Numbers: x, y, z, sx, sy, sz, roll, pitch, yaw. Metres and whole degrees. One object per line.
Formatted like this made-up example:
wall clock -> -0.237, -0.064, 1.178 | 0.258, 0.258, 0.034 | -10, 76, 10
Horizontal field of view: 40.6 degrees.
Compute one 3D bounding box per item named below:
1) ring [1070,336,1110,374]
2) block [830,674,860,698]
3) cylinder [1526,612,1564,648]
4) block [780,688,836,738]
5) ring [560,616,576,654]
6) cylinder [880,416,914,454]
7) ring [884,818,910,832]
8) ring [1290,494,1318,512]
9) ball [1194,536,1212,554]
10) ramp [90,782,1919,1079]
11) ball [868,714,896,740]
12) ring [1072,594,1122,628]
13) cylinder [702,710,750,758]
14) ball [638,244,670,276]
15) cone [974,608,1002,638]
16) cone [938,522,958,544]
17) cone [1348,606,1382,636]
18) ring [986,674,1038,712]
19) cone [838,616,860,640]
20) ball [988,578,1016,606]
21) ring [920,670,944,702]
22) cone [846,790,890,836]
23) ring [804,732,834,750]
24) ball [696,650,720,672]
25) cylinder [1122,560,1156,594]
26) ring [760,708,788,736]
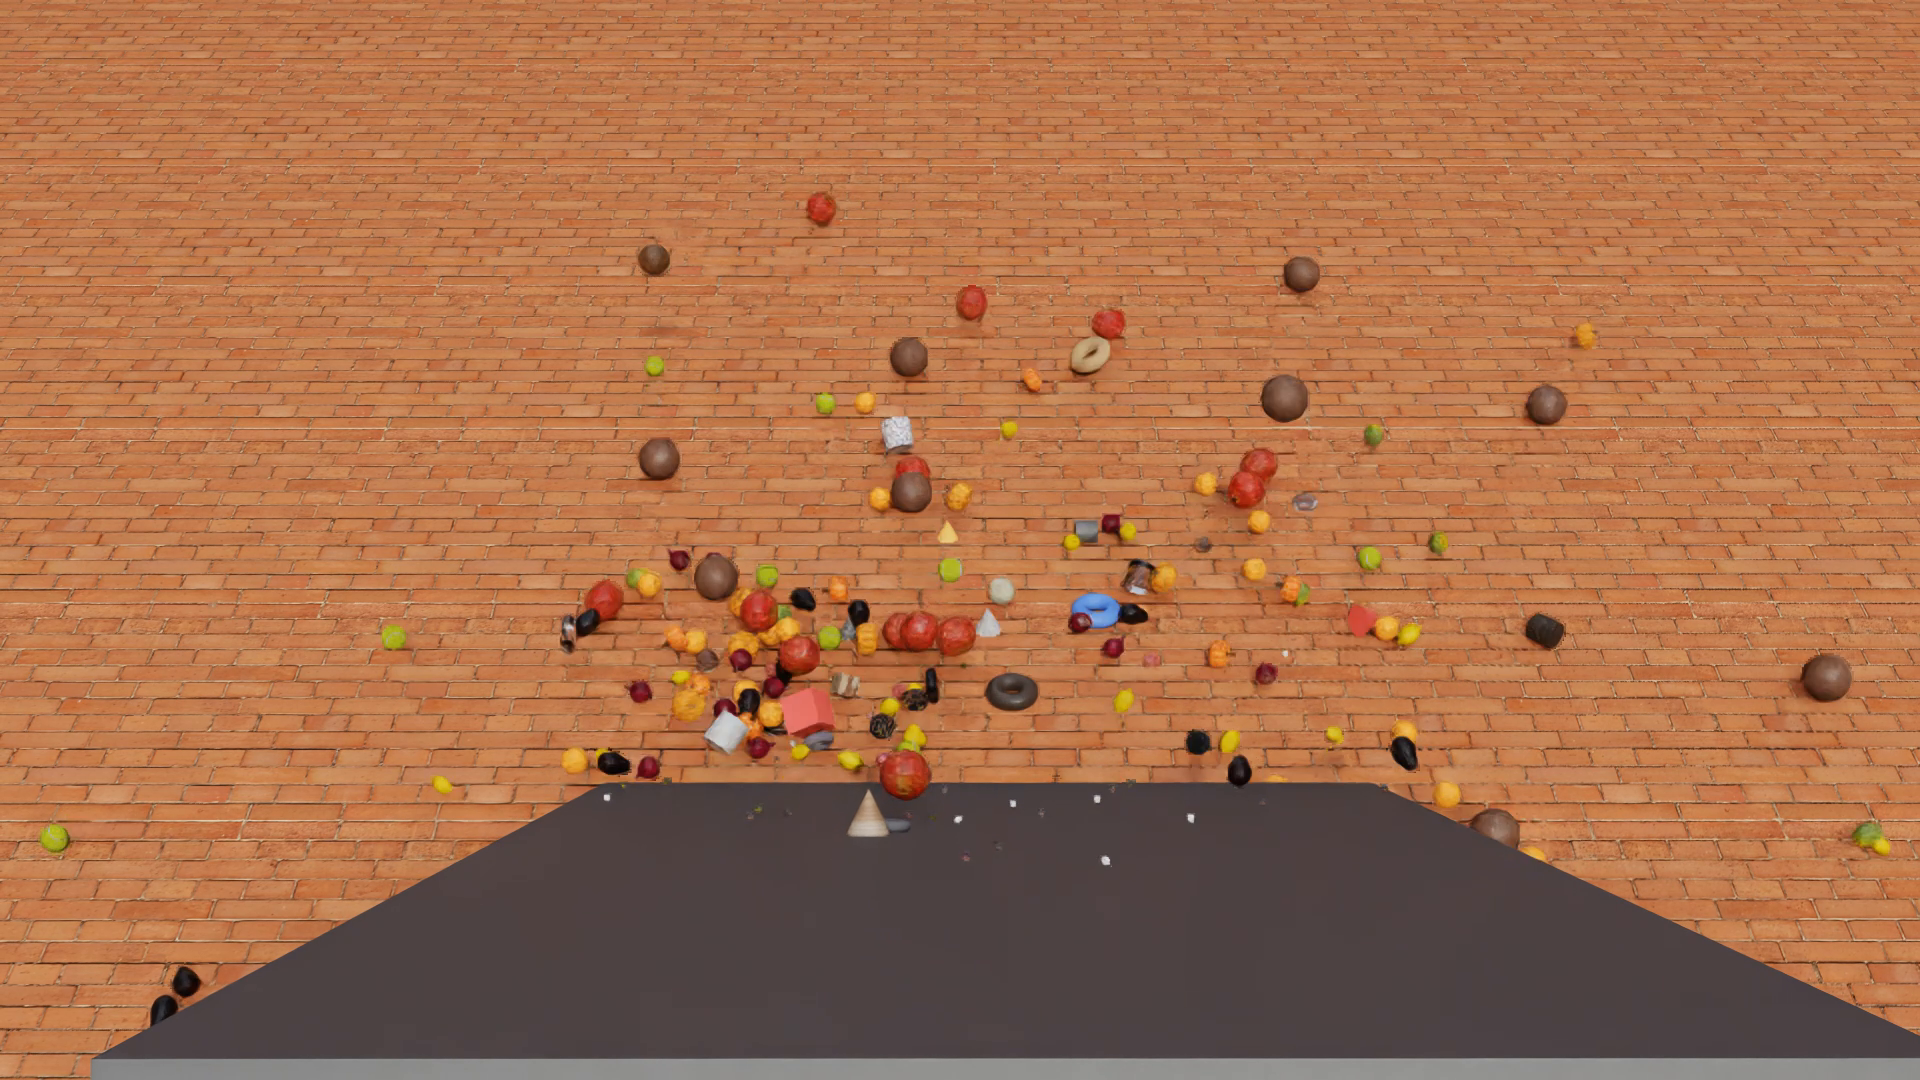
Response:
ring -> 0.436, -0.622, 8.721 | 0.149, 0.050, 0.149 | -19, 42, 19
block -> -0.318, 0.402, 7.169 | 0.057, 0.057, 0.057 | 16, -9, -26
cylinder -> 1.670, 0.259, 7.406 | 0.077, 0.077, 0.077 | -28, 42, -36
block -> -0.409, 0.467, 6.988 | 0.098, 0.098, 0.098 | -23, 71, 20
ring -> -1.111, 0.269, 7.361 | 0.037, 0.112, 0.112 | 2, 33, -3
cylinder -> -0.197, -0.329, 8.174 | 0.094, 0.094, 0.094 | -7, 76, -11
ring -> -0.140, 0.592, 5.383 | 0.077, 0.026, 0.077 | 0, -2, 0
ring -> 1.066, -0.116, 8.032 | 0.083, 0.028, 0.083 | -3, 32, 2
ball -> 0.733, 0.016, 7.803 | 0.056, 0.056, 0.056 | 0, 33, 0
ramp -> 0.074, 0.642, 4.761 | 2.000, 0.100, 4.000 | 0, -1, 0
ball -> -0.209, 0.498, 6.938 | 0.070, 0.070, 0.070 | 0, 33, 0
ring -> 0.395, 0.206, 7.521 | 0.145, 0.048, 0.145 | 1, 33, -1
cylinder -> -0.629, 0.520, 6.966 | 0.090, 0.090, 0.090 | 25, 70, 33
ball -> -0.926, -0.850, 7.858 | 0.096, 0.096, 0.096 | 0, 33, 0
cone -> 0.080, 0.226, 7.463 | 0.078, 0.078, 0.078 | 0, 33, 0
cone -> -0.038, -0.034, 7.873 | 0.063, 0.063, 0.063 | 0, 33, 0
cone -> 1.180, 0.227, 7.449 | 0.091, 0.091, 0.091 | -7, 32, -30
ring -> 0.144, 0.422, 7.190 | 0.148, 0.049, 0.148 | 0, 32, 0
cone -> -0.319, 0.245, 7.449 | 0.061, 0.061, 0.061 | 0, 33, 0
ball -> 0.121, 0.150, 7.576 | 0.081, 0.081, 0.081 | 0, 33, 0
ring -> -0.077, 0.405, 7.165 | 0.033, 0.098, 0.098 | -28, 35, 3
cone -> -0.188, 0.557, 5.320 | 0.094, 0.094, 0.094 | 0, -1, 0
ring -> -0.380, 0.541, 6.974 | 0.086, 0.086, 0.029 | -9, 64, -14
ball -> -0.710, 0.340, 7.300 | 0.065, 0.065, 0.065 | 0, 33, 0
cylinder -> 0.517, 0.108, 7.498 | 0.077, 0.077, 0.077 | 13, 71, 19
ring -> -0.494, 0.497, 7.088 | 0.108, 0.036, 0.108 | -1, 33, 1
